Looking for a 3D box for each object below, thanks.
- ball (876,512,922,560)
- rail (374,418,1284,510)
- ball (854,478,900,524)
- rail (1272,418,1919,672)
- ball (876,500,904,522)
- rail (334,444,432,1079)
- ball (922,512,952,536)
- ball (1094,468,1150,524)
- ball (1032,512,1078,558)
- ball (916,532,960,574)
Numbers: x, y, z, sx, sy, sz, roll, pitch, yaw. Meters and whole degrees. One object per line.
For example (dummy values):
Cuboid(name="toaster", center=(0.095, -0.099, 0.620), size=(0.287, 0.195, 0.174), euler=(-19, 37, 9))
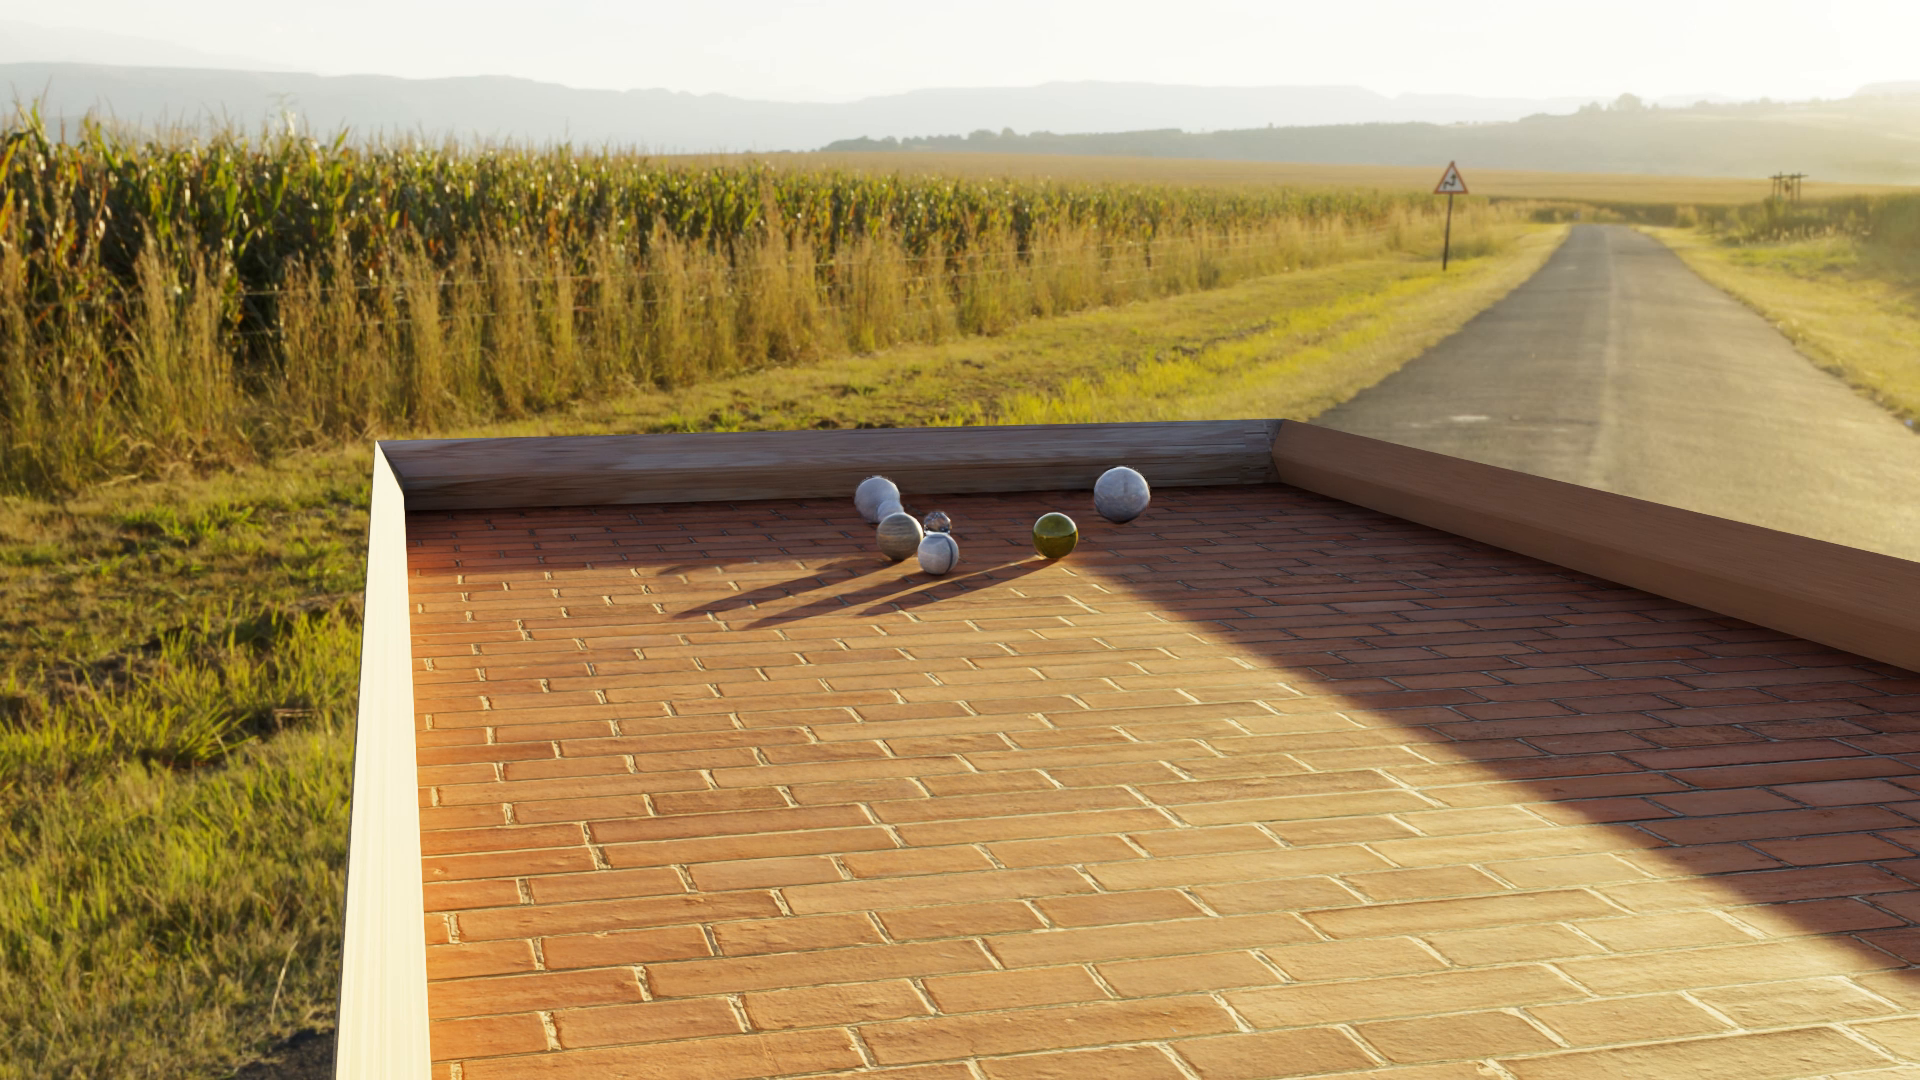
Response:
Cuboid(name="ball", center=(-0.093, -0.006, 3.373), size=(0.072, 0.072, 0.072), euler=(0, 8, 0))
Cuboid(name="rail", center=(-0.194, -0.142, 4.111), size=(1.737, 0.125, 0.045), euler=(-2, 9, -14))
Cuboid(name="ball", center=(-0.141, -0.068, 3.771), size=(0.079, 0.079, 0.079), euler=(0, 8, 0))
Cuboid(name="rail", center=(1.018, 0.052, 2.798), size=(0.045, 0.125, 3.221), euler=(-2, 9, -14))
Cuboid(name="ball", center=(-0.117, -0.044, 3.714), size=(0.048, 0.048, 0.048), euler=(0, 8, 0))
Cuboid(name="rail", center=(-0.618, 0.113, 2.383), size=(0.045, 0.125, 3.221), euler=(-2, 9, -14))
Cuboid(name="ball", center=(-0.037, -0.023, 3.581), size=(0.046, 0.046, 0.046), euler=(0, 8, 0))
Cuboid(name="ball", center=(0.277, -0.077, 3.775), size=(0.096, 0.096, 0.096), euler=(0, 8, 0))
Cuboid(name="ball", center=(0.146, -0.006, 3.383), size=(0.071, 0.071, 0.071), euler=(0, 8, 0))
Cuboid(name="ball", center=(-0.032, 0.020, 3.233), size=(0.062, 0.062, 0.062), euler=(0, 8, 0))
